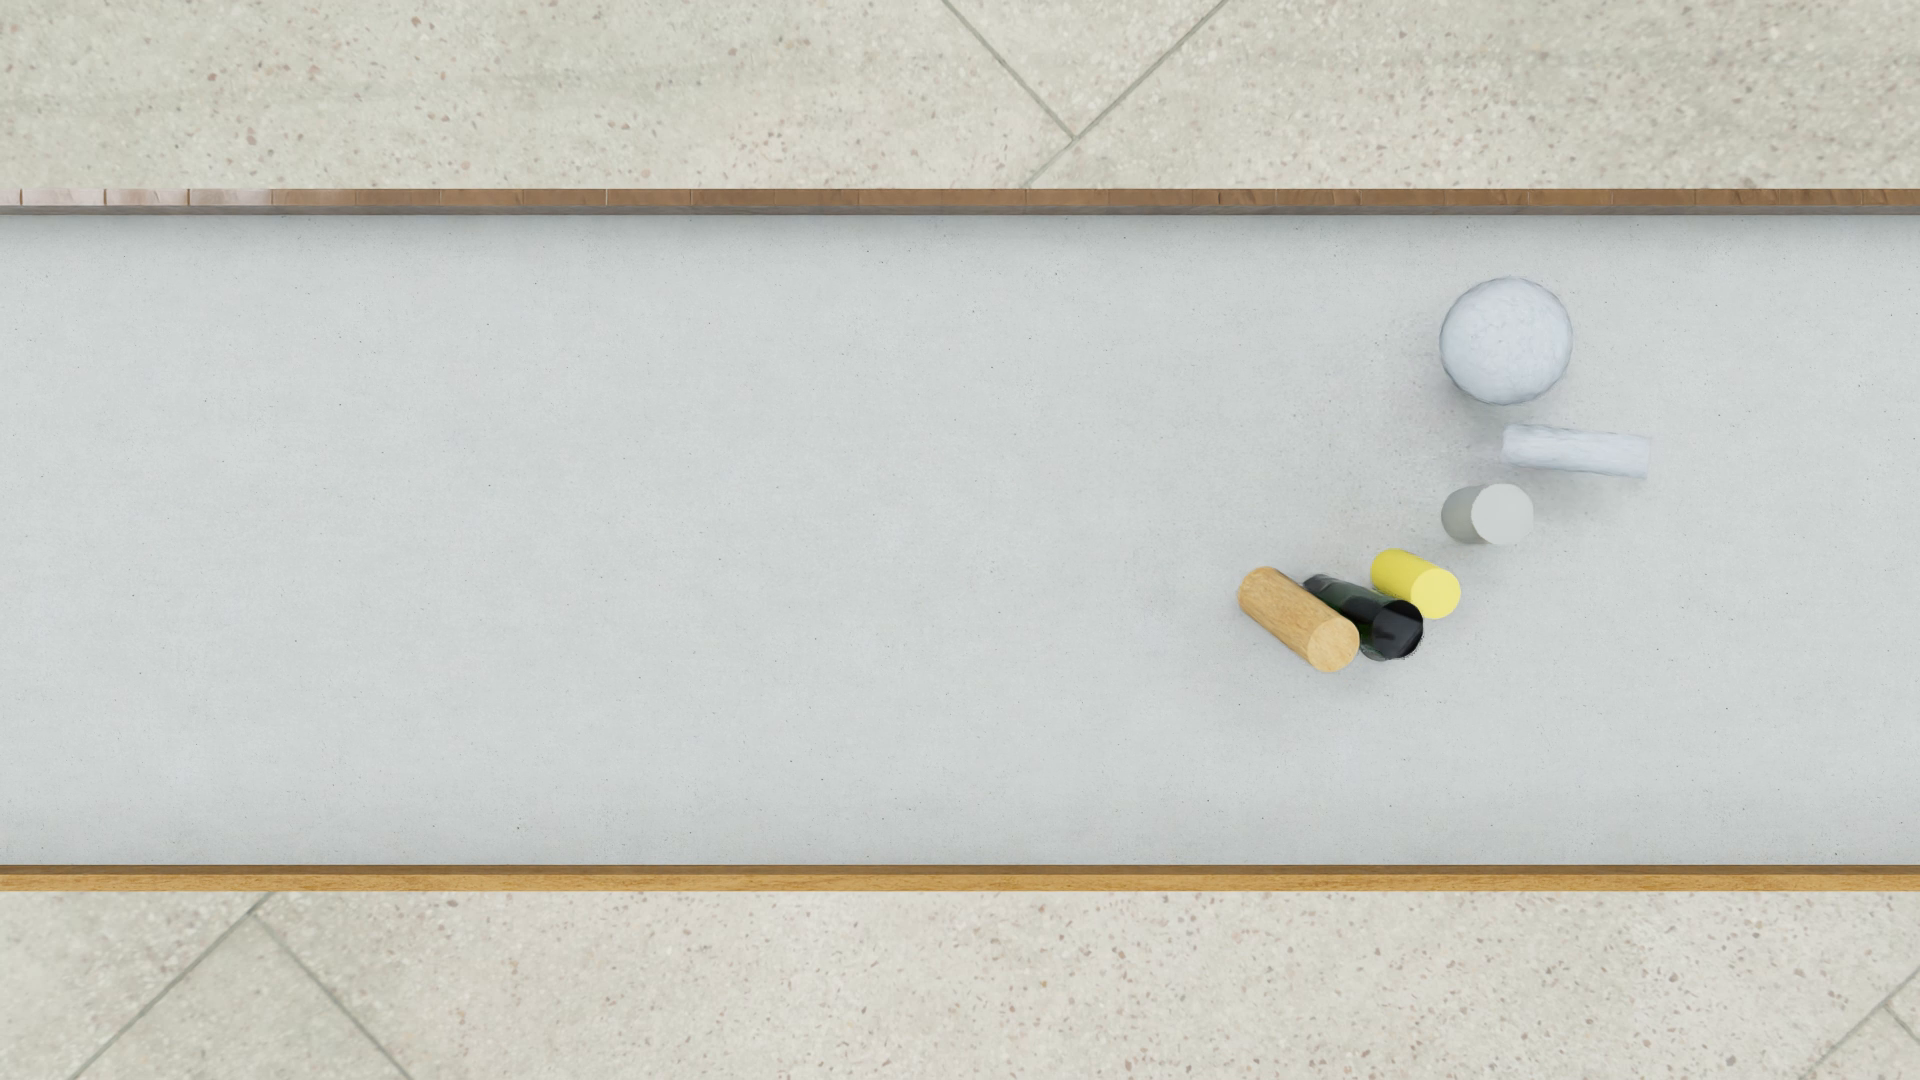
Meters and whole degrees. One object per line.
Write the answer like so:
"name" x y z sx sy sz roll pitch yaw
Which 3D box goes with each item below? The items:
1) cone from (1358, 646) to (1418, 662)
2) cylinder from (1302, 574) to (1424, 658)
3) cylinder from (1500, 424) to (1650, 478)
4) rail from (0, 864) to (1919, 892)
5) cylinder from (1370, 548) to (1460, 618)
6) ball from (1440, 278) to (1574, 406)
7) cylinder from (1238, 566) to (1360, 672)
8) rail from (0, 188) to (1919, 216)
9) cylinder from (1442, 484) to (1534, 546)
"cone" 1.297 0.301 4.871 0.149 0.409 0.149 0 90 -1
"cylinder" 1.167 0.221 4.848 0.168 0.425 0.168 -3 100 -18
"cylinder" 1.835 -0.268 4.929 0.407 0.124 0.124 7 90 18
"rail" -2.247 1.025 5.001 12.000 0.150 0.050 0 90 0
"cylinder" 1.344 0.125 4.888 0.146 0.357 0.146 -1 99 -4
"ball" 1.617 -0.588 4.888 0.377 0.377 0.377 0 90 0
"cylinder" 0.988 0.227 4.844 0.164 0.437 0.164 -6 110 -16
"rail" -2.247 -1.025 5.002 12.000 0.150 0.050 0 90 0
"cylinder" 1.571 -0.075 4.925 0.180 0.303 0.180 0 90 0
